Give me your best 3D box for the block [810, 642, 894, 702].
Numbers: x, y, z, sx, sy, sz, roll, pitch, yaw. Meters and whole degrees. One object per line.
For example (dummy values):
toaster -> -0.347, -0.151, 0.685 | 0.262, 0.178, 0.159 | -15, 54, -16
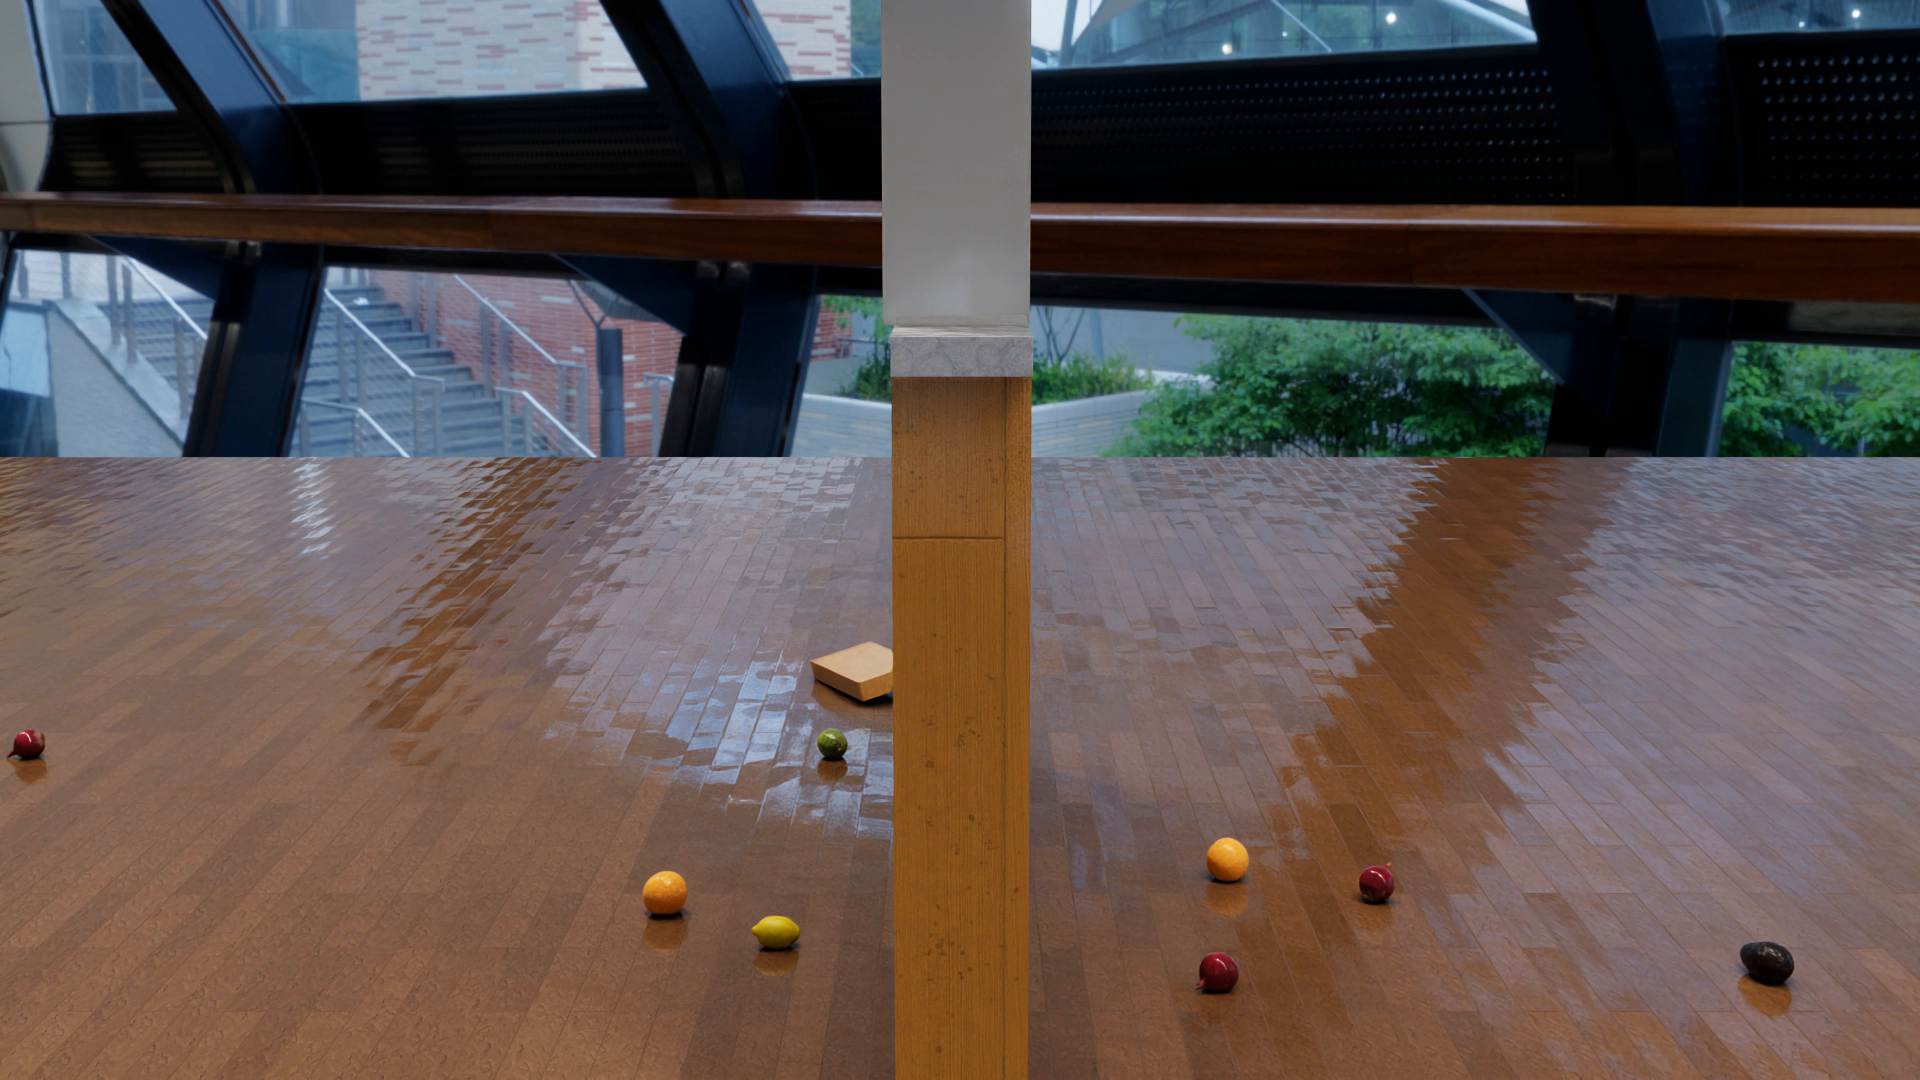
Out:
block -> -0.212, 0.296, 4.997 | 0.153, 0.043, 0.306 | -18, 13, -21

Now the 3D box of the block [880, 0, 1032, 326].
block -> -0.004, -0.484, 2.590 | 0.174, 0.458, 0.049 | 0, 10, 0

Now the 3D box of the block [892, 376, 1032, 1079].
block -> 0.002, 0.289, 2.611 | 0.160, 0.979, 0.045 | 0, 10, 0

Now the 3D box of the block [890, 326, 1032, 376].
block -> 0.002, -0.234, 2.622 | 0.160, 0.045, 0.320 | 0, 10, 0
